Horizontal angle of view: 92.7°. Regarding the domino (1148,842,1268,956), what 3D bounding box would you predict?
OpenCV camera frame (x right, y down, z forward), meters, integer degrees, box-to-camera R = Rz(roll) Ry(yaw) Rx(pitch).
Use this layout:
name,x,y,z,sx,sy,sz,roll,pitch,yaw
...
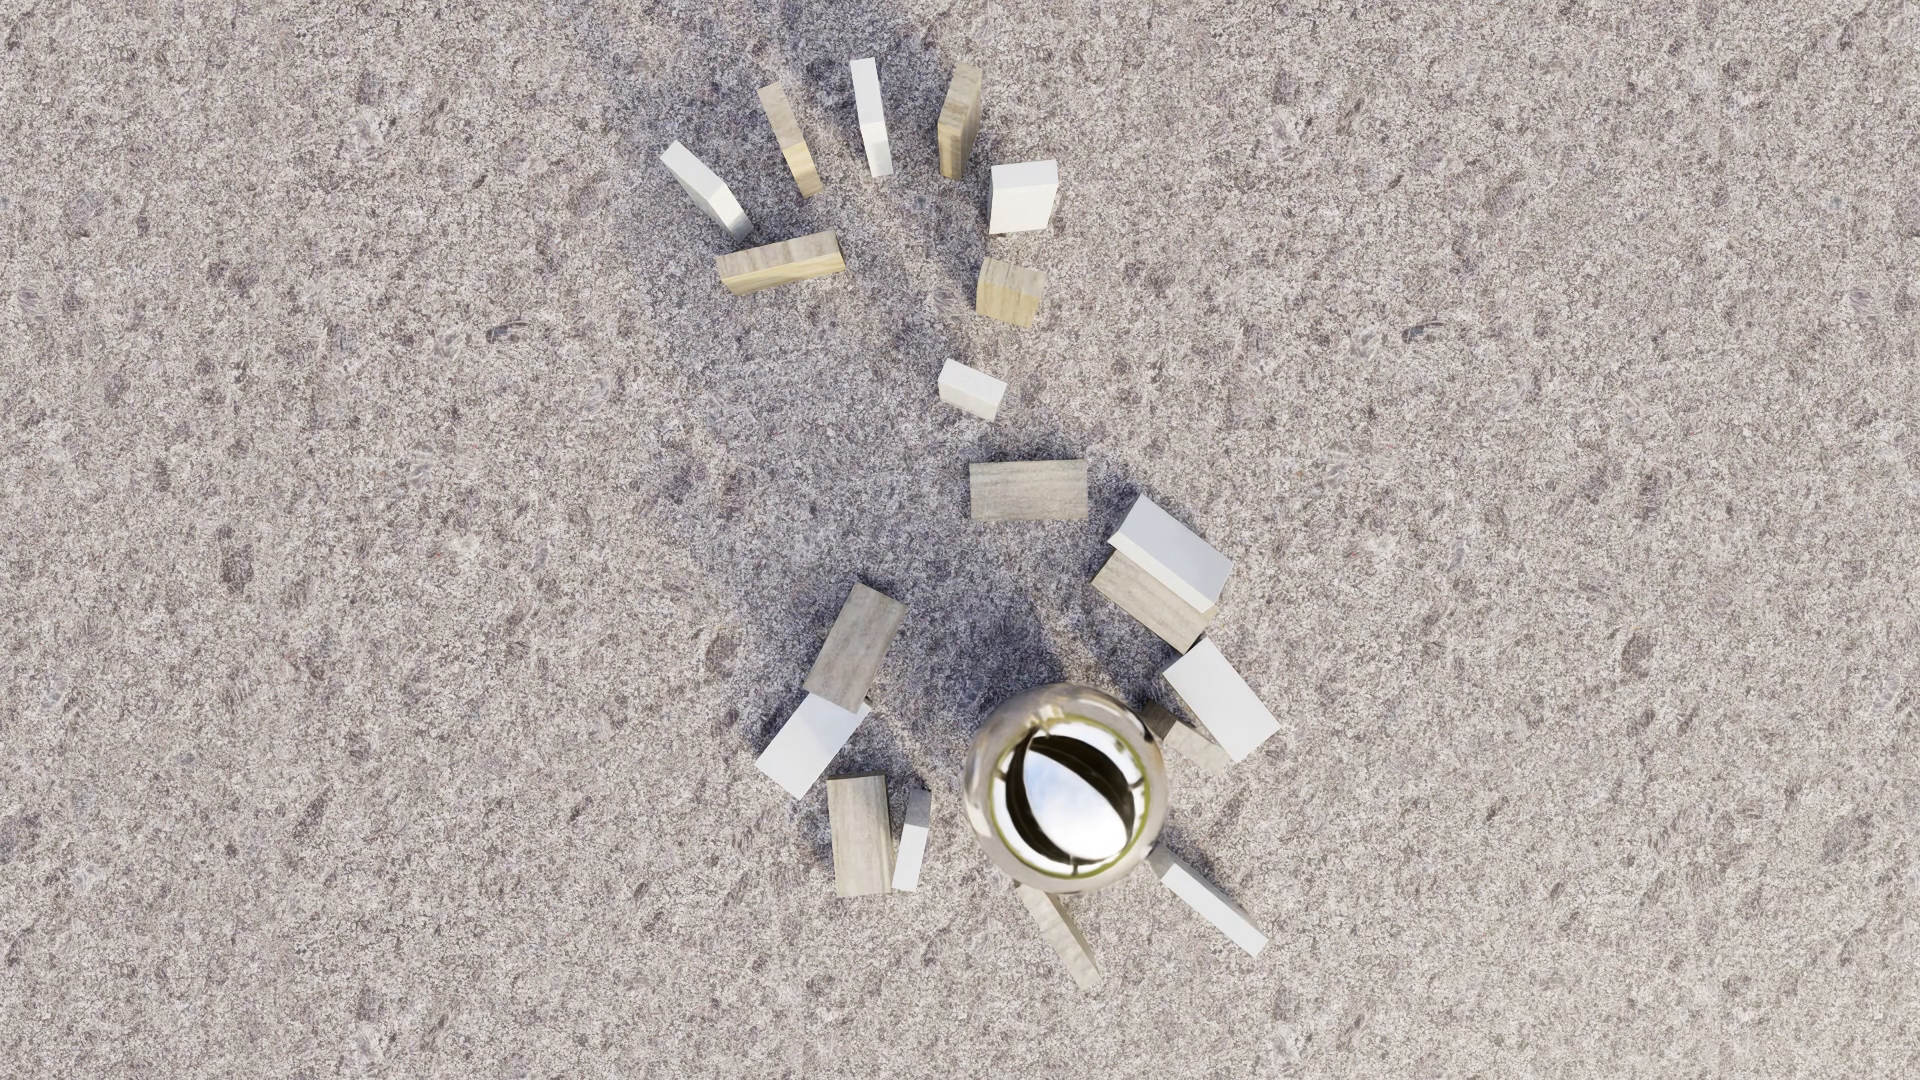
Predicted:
name,x,y,z,sx,sy,sz,roll,pitch,yaw
domino,0.104,0.152,0.388,0.050,0.025,0.009,39,90,0

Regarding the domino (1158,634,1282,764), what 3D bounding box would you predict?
name,x,y,z,sx,sy,sz,roll,pitch,yaw
domino,0.112,0.068,0.395,0.025,0.010,0.050,-40,90,0

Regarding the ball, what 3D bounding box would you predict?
name,x,y,z,sx,sy,sz,roll,pitch,yaw
ball,0.041,0.097,0.360,0.080,0.080,0.080,0,90,0

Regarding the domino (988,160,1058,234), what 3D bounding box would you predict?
name,x,y,z,sx,sy,sz,roll,pitch,yaw
domino,0.025,-0.140,0.375,0.025,0.050,0.010,-6,90,0

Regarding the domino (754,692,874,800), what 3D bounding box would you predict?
name,x,y,z,sx,sy,sz,roll,pitch,yaw
domino,-0.063,0.084,0.395,0.025,0.009,0.050,38,90,0

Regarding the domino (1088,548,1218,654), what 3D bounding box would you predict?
name,x,y,z,sx,sy,sz,roll,pitch,yaw
domino,0.083,0.024,0.395,0.050,0.010,0.025,37,90,0

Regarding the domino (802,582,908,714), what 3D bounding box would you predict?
name,x,y,z,sx,sy,sz,roll,pitch,yaw
domino,-0.044,0.046,0.389,0.025,0.009,0.050,26,76,0

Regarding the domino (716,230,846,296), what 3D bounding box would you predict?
name,x,y,z,sx,sy,sz,roll,pitch,yaw
domino,-0.075,-0.117,0.388,0.050,0.025,0.010,-13,90,0

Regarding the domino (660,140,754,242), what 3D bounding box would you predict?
name,x,y,z,sx,sy,sz,roll,pitch,yaw
domino,-0.102,-0.141,0.375,0.025,0.050,0.009,42,90,0

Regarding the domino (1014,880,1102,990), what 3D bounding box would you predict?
name,x,y,z,sx,sy,sz,roll,pitch,yaw
domino,0.040,0.161,0.388,0.009,0.025,0.050,-33,90,0

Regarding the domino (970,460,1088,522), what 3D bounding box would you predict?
name,x,y,z,sx,sy,sz,roll,pitch,yaw
domino,0.029,-0.021,0.395,0.050,0.009,0.025,-2,90,0

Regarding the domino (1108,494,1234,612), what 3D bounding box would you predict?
name,x,y,z,sx,sy,sz,roll,pitch,yaw
domino,0.090,0.005,0.389,0.050,0.009,0.025,37,55,0

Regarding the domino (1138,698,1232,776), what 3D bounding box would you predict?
name,x,y,z,sx,sy,sz,roll,pitch,yaw
domino,0.091,0.080,0.375,0.025,0.050,0.009,34,90,0

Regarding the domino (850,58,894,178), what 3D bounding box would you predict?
name,x,y,z,sx,sy,sz,roll,pitch,yaw
domino,-0.036,-0.171,0.375,0.010,0.050,0.025,-9,90,0

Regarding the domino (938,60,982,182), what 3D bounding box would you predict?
name,x,y,z,sx,sy,sz,roll,pitch,yaw
domino,0.000,-0.170,0.375,0.010,0.050,0.025,19,90,0

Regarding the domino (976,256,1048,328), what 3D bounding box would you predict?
name,x,y,z,sx,sy,sz,roll,pitch,yaw
domino,0.020,-0.100,0.375,0.025,0.050,0.010,16,90,0

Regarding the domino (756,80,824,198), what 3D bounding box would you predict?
name,x,y,z,sx,sy,sz,roll,pitch,yaw
domino,-0.069,-0.162,0.375,0.009,0.050,0.025,-23,90,0

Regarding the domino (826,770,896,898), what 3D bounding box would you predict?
name,x,y,z,sx,sy,sz,roll,pitch,yaw
domino,-0.042,0.126,0.395,0.025,0.010,0.050,-6,90,0

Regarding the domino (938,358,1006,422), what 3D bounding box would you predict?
name,x,y,z,sx,sy,sz,roll,pitch,yaw
domino,0.005,-0.060,0.375,0.025,0.050,0.010,23,90,0

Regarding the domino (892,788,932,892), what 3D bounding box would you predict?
name,x,y,z,sx,sy,sz,roll,pitch,yaw
domino,-0.019,0.121,0.375,0.009,0.050,0.025,12,90,0
